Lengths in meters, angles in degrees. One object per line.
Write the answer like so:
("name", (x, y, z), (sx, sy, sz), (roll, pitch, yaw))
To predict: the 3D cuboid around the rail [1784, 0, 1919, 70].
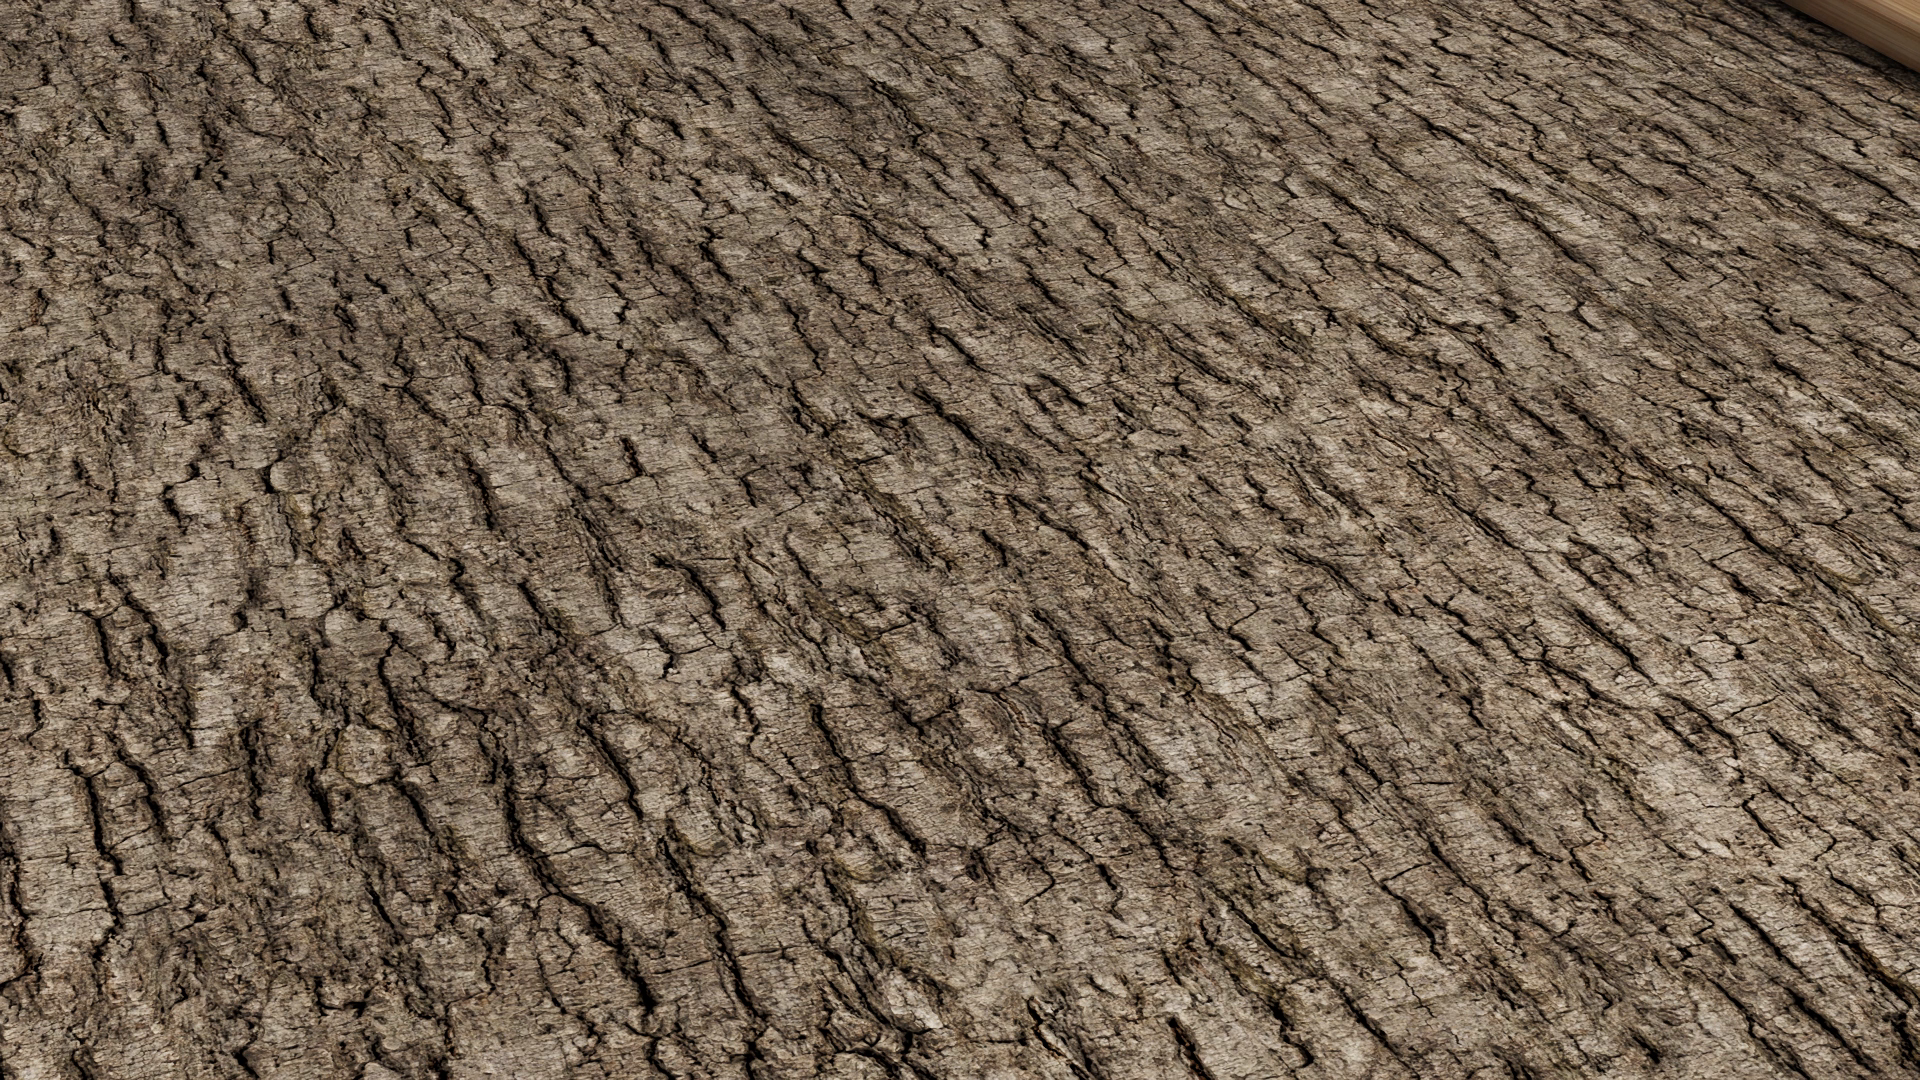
("rail", (0.635, -0.686, 2.937), (0.045, 0.119, 4.119), (-11, 31, -19))
